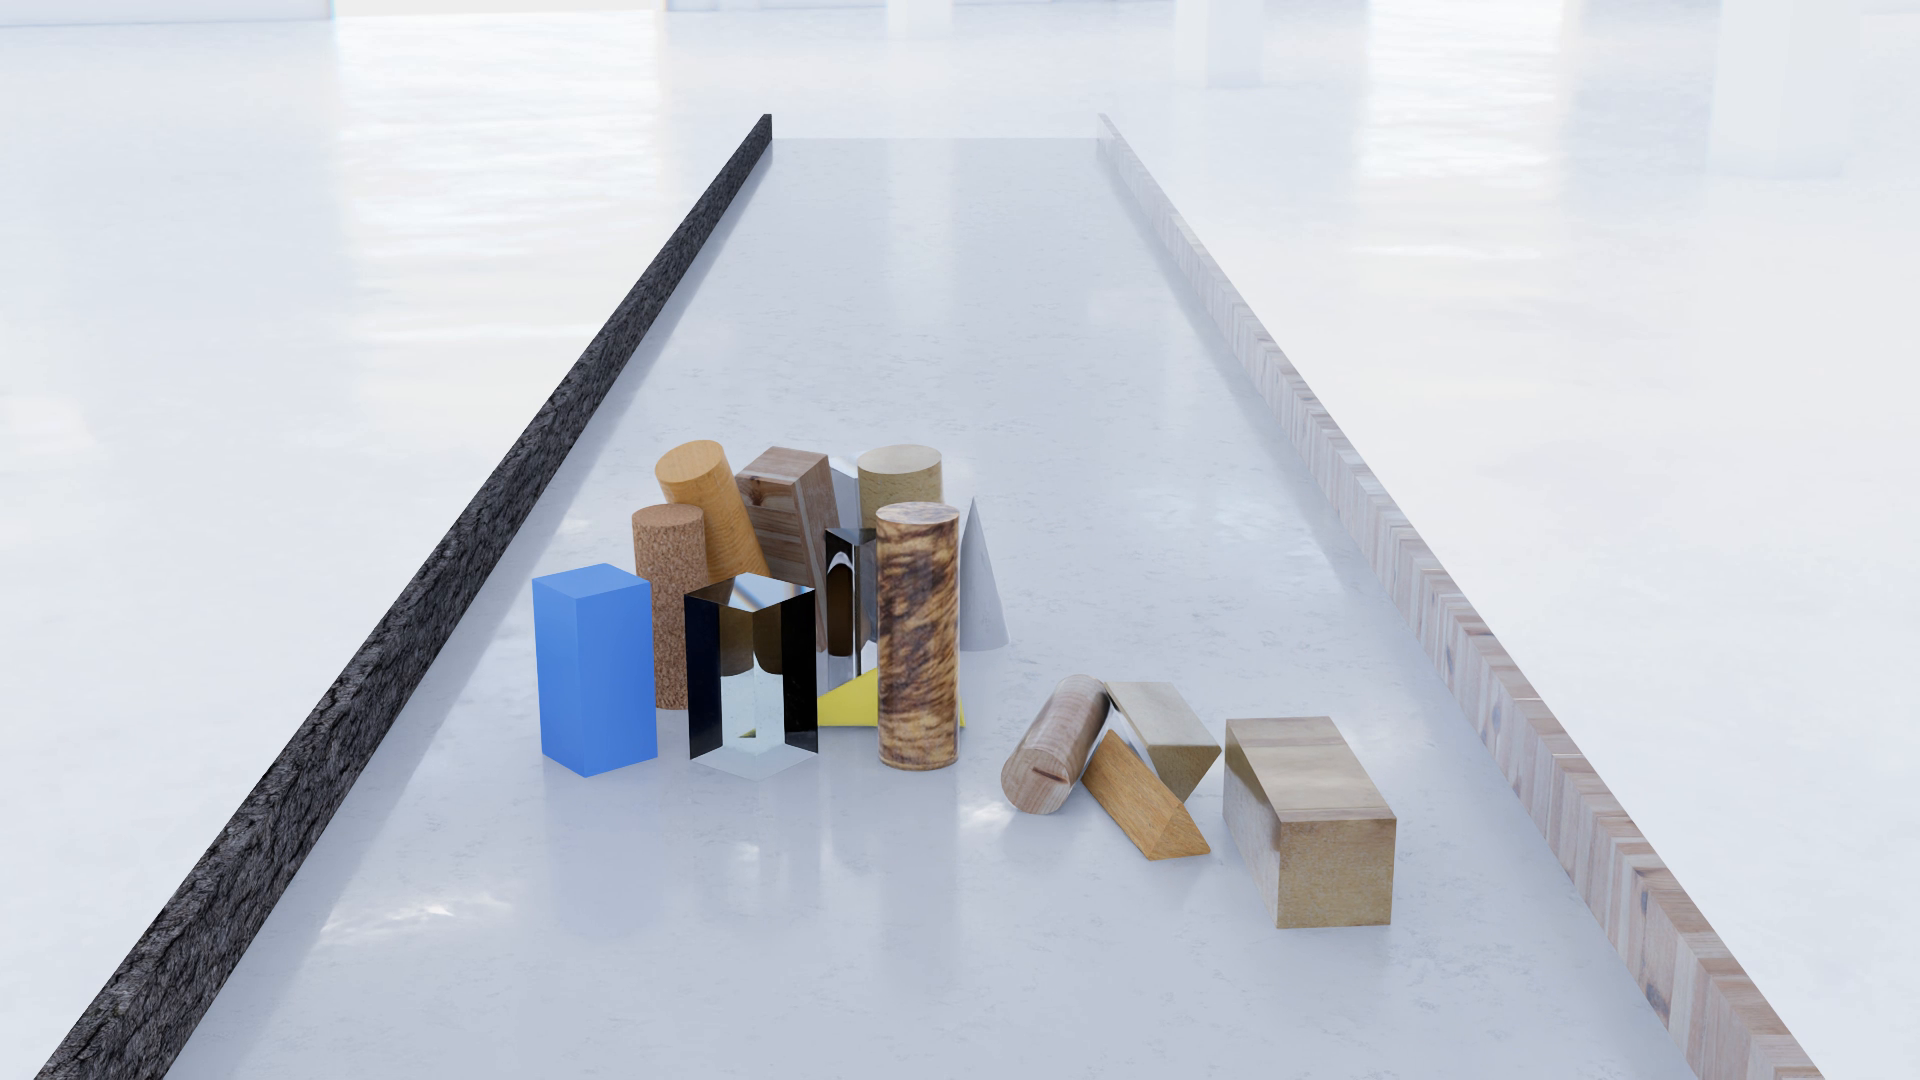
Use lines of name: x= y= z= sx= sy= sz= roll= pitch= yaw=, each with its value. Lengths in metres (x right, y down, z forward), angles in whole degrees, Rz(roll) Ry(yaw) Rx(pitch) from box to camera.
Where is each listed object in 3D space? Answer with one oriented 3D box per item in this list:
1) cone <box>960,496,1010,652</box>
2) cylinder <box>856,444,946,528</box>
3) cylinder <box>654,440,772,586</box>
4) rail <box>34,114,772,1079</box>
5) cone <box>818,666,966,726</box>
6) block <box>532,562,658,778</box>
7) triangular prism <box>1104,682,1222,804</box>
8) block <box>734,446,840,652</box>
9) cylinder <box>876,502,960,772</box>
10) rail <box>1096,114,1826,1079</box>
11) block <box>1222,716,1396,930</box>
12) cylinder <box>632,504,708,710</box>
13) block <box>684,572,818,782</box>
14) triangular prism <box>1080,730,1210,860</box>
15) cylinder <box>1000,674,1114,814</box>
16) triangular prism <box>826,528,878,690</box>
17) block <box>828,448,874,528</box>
cone: x=0.028 y=0.056 z=4.495 sx=0.154 sy=0.309 sz=0.154 roll=0 pitch=17 yaw=0
cylinder: x=-0.105 y=0.038 z=4.332 sx=0.165 sy=0.421 sz=0.165 roll=-3 pitch=22 yaw=1
cylinder: x=-0.456 y=0.030 z=4.297 sx=0.137 sy=0.457 sz=0.137 roll=-12 pitch=35 yaw=8
rail: x=-1.118 y=-0.838 z=7.780 sx=0.050 sy=0.150 sz=12.000 roll=0 pitch=17 yaw=-1
cone: x=-0.187 y=0.301 z=4.064 sx=0.361 sy=0.178 sz=0.178 roll=-14 pitch=17 yaw=2
block: x=-0.644 y=0.228 z=3.886 sx=0.149 sy=0.328 sz=0.149 roll=-13 pitch=21 yaw=-38
triangular prism: x=0.331 y=0.329 z=3.826 sx=0.111 sy=0.128 sz=0.316 roll=32 pitch=9 yaw=-17
block: x=-0.330 y=0.019 z=4.446 sx=0.135 sy=0.387 sz=0.135 roll=10 pitch=33 yaw=29
cylinder: x=-0.073 y=0.169 z=3.865 sx=0.145 sy=0.451 sz=0.145 roll=0 pitch=16 yaw=0
rail: x=0.932 y=-0.844 z=7.801 sx=0.050 sy=0.150 sz=12.000 roll=0 pitch=17 yaw=-1
block: x=0.541 y=0.436 z=3.459 sx=0.173 sy=0.173 sz=0.419 roll=-1 pitch=17 yaw=-4
cylinder: x=-0.538 y=0.126 z=4.148 sx=0.133 sy=0.367 sz=0.133 roll=-2 pitch=20 yaw=1
block: x=-0.367 y=0.239 z=3.880 sx=0.162 sy=0.310 sz=0.162 roll=12 pitch=21 yaw=36
triangular prism: x=0.305 y=0.416 z=3.658 sx=0.106 sy=0.092 sz=0.333 roll=-5 pitch=17 yaw=-15
cylinder: x=0.174 y=0.352 z=3.838 sx=0.118 sy=0.118 sz=0.374 roll=4 pitch=17 yaw=15
triangular prism: x=-0.203 y=0.146 z=4.154 sx=0.113 sy=0.332 sz=0.130 roll=10 pitch=19 yaw=29
block: x=-0.170 y=0.004 z=4.581 sx=0.161 sy=0.349 sz=0.161 roll=-14 pitch=21 yaw=-26
